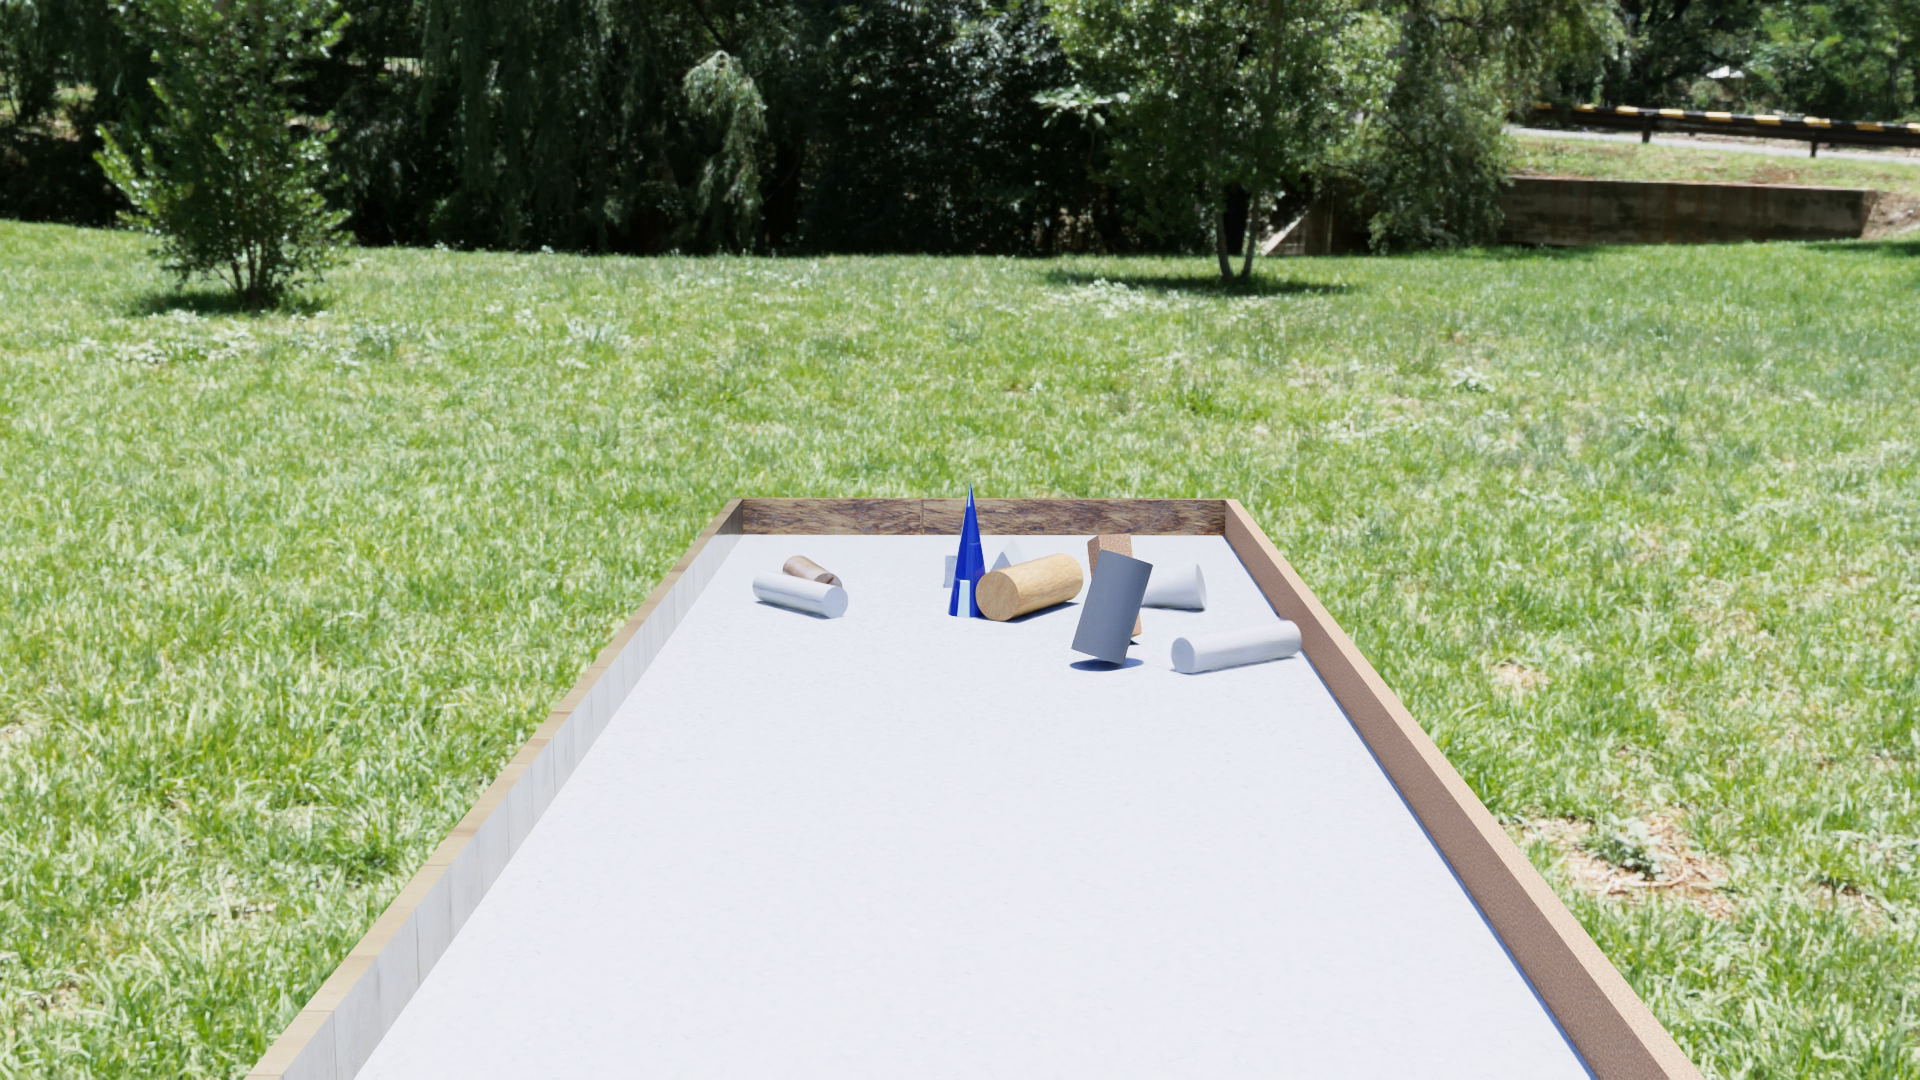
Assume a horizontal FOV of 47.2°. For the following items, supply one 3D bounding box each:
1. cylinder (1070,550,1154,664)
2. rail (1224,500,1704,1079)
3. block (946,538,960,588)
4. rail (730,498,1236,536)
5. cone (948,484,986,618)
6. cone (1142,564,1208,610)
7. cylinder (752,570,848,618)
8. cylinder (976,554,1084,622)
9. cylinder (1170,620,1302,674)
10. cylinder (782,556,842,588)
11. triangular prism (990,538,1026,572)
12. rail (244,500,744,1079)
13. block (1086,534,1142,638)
[{"bbox_3d":[0.457,0.202,6.616,0.165,0.314,0.165,17,-1,0],"label":"cylinder"},{"bbox_3d":[1.046,0.843,3.208,0.050,0.150,12.000,0,9,1],"label":"rail"},{"bbox_3d":[0.012,0.085,8.087,0.120,0.120,0.376,0,9,2],"label":"block"},{"bbox_3d":[0.099,-0.098,9.147,2.100,0.150,0.050,0,9,1],"label":"rail"},{"bbox_3d":[0.035,0.024,7.406,0.154,0.454,0.154,0,9,0],"label":"cone"},{"bbox_3d":[0.667,0.191,7.556,0.333,0.158,0.158,-11,6,16],"label":"cone"},{"bbox_3d":[-0.548,0.183,7.511,0.107,0.107,0.417,-7,12,-39],"label":"cylinder"},{"bbox_3d":[0.240,0.158,7.473,0.169,0.169,0.436,6,11,32],"label":"cylinder"},{"bbox_3d":[0.835,0.321,6.636,0.437,0.109,0.109,-7,11,-36],"label":"cylinder"},{"bbox_3d":[-0.523,0.140,7.761,0.114,0.114,0.401,-3,9,-19],"label":"cylinder"},{"bbox_3d":[0.175,0.073,8.151,0.136,0.117,0.344,1,9,7],"label":"triangular prism"},{"bbox_3d":[-1.004,0.839,3.234,0.050,0.150,12.000,0,9,1],"label":"rail"},{"bbox_3d":[0.489,0.150,6.980,0.108,0.322,0.108,-3,-11,-17],"label":"block"}]
